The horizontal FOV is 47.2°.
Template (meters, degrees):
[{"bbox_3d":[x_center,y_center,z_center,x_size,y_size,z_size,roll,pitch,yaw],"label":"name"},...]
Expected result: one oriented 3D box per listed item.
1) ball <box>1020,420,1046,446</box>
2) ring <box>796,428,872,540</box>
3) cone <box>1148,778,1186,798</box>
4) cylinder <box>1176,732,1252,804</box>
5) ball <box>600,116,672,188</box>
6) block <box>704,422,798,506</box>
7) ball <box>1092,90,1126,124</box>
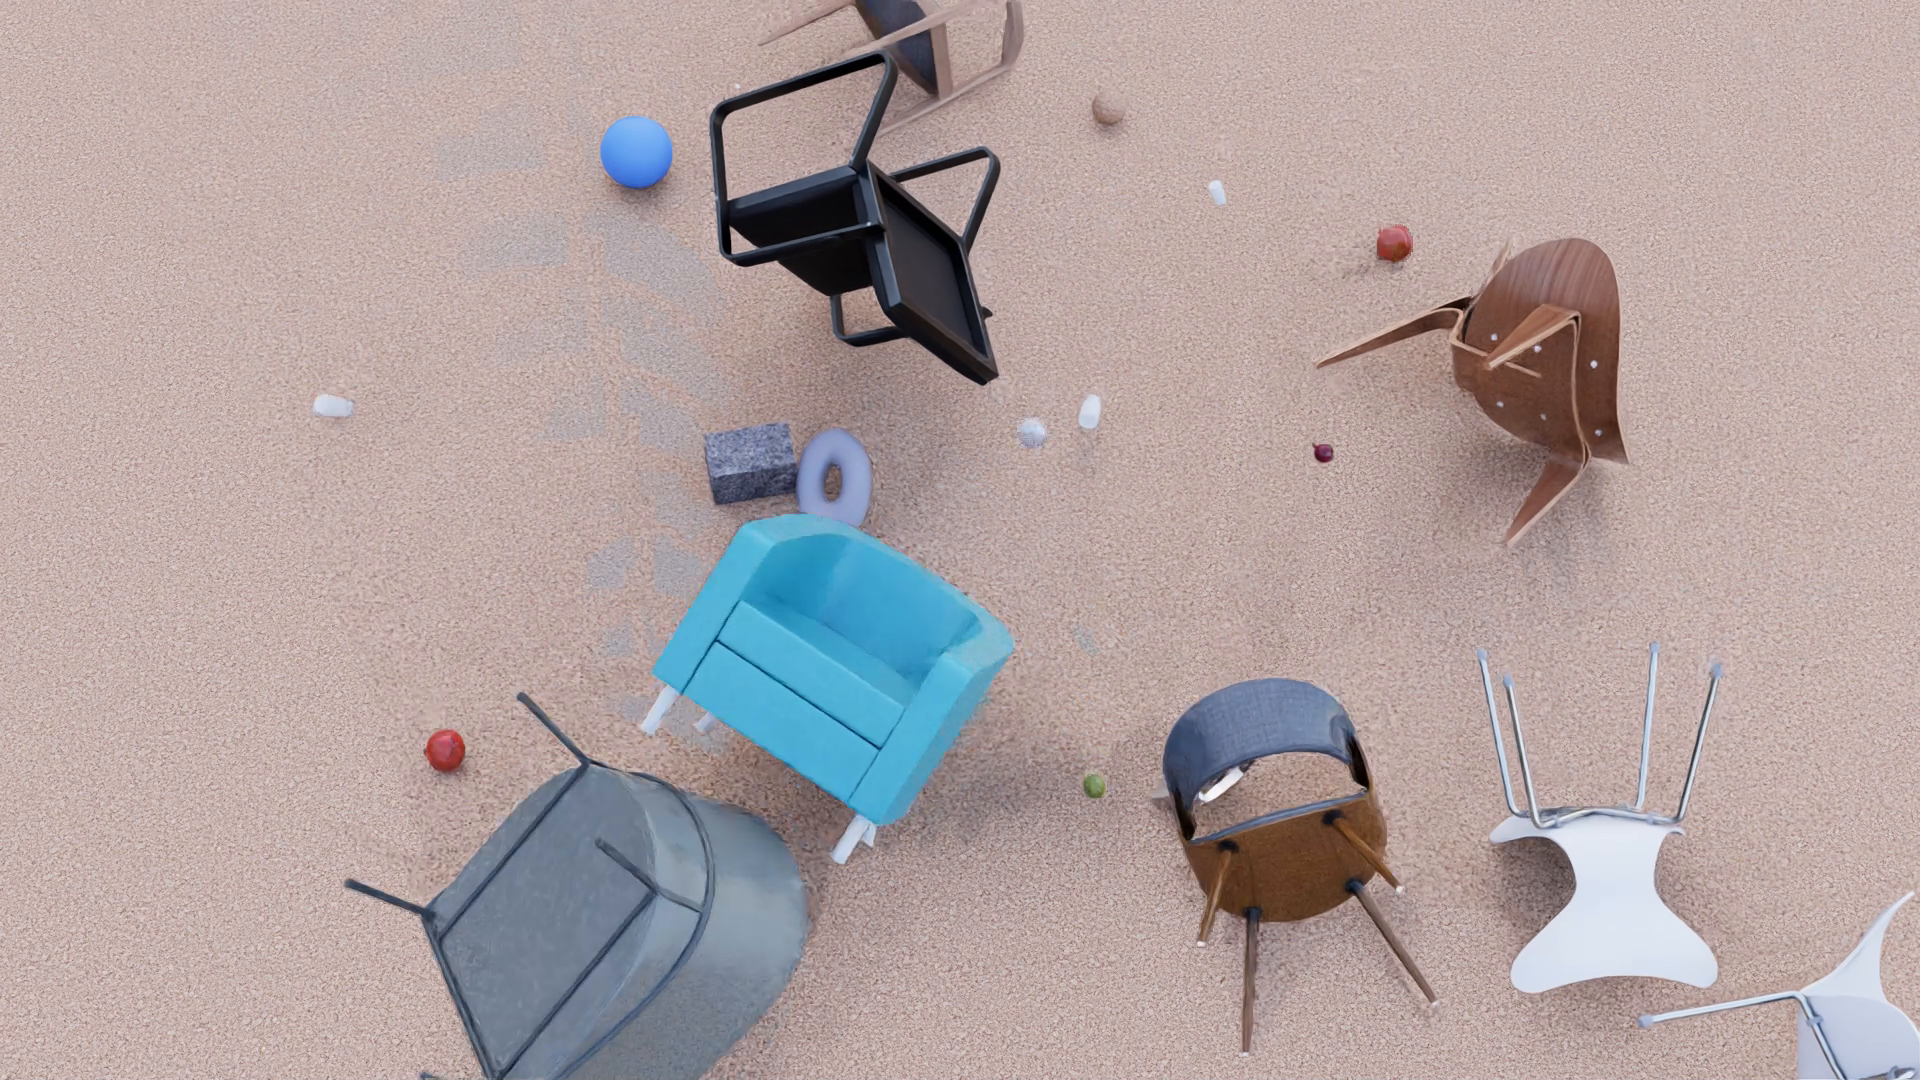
[{"bbox_3d":[0.219,-0.323,6.661,0.080,0.080,0.080,0,56,0],"label":"ball"},{"bbox_3d":[-0.377,-0.167,6.569,0.272,0.085,0.352,-21,66,31],"label":"ring"},{"bbox_3d":[0.565,0.678,6.050,0.077,0.122,0.047,-11,90,-50],"label":"cone"},{"bbox_3d":[0.704,0.630,6.084,0.187,0.103,0.108,-39,63,-5],"label":"cylinder"},{"bbox_3d":[-1.072,-1.286,7.293,0.239,0.239,0.239,0,56,0],"label":"ball"},{"bbox_3d":[-0.630,-0.231,6.641,0.255,0.146,0.162,-10,57,-6],"label":"block"},{"bbox_3d":[0.509,-1.476,7.494,0.118,0.118,0.118,0,56,0],"label":"ball"}]
